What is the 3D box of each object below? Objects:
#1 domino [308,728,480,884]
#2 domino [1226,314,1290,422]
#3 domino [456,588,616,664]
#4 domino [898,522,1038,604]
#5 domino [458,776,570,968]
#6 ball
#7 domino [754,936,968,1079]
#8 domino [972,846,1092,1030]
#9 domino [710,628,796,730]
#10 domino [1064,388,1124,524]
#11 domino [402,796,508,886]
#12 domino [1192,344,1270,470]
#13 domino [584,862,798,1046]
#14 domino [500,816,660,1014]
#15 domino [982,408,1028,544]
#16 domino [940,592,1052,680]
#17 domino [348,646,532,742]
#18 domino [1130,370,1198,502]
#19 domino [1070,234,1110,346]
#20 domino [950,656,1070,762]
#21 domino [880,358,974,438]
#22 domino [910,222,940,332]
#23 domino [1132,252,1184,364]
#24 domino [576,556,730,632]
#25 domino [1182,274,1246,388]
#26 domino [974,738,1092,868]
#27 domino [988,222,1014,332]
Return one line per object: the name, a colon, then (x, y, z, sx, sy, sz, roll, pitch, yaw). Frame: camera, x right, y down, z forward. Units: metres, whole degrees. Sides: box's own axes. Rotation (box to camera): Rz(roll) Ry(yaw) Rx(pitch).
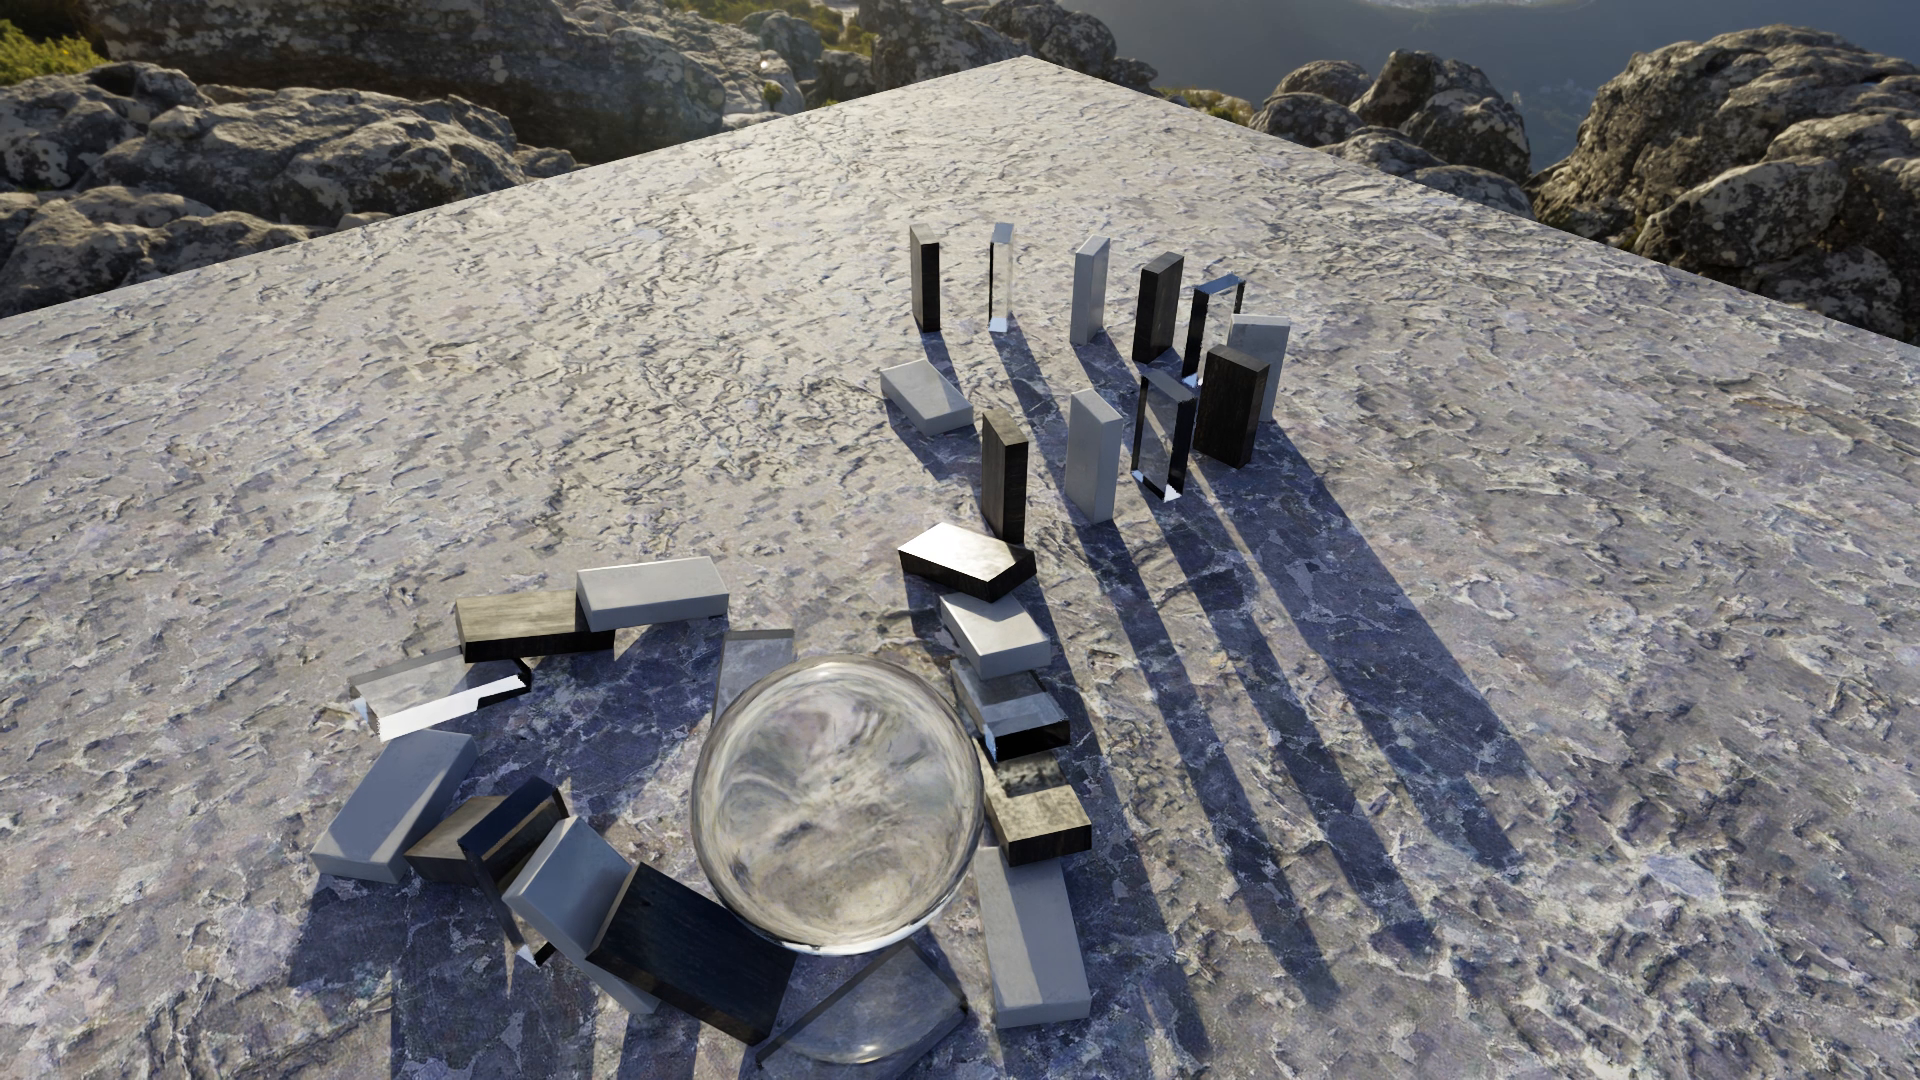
domino: (-0.175, 0.082, 0.344, 0.025, 0.010, 0.050, 6, 40, 7)
domino: (0.135, -0.079, 0.508, 0.025, 0.050, 0.010, 4, 39, 5)
domino: (-0.153, 0.030, 0.396, 0.050, 0.010, 0.025, -4, 36, -31)
domino: (0.002, 0.008, 0.423, 0.025, 0.009, 0.050, -32, 34, -34)
domino: (-0.116, 0.091, 0.300, 0.009, 0.050, 0.025, 19, 43, 27)
ball: (-0.033, 0.071, 0.301, 0.080, 0.080, 0.080, 0, 39, 0)
domino: (-0.025, 0.129, 0.286, 0.050, 0.009, 0.025, -30, 48, -31)
domino: (0.019, 0.110, 0.310, 0.025, 0.009, 0.050, -5, 40, -6)
domino: (-0.071, 0.052, 0.380, 0.025, 0.010, 0.050, -2, 39, -3)
domino: (0.055, -0.034, 0.453, 0.010, 0.050, 0.025, -16, 42, -19)
domino: (-0.139, 0.086, 0.317, 0.050, 0.010, 0.025, -14, 23, 44)
domino: (0.118, -0.058, 0.482, 0.025, 0.050, 0.009, 32, 49, 33)
domino: (-0.069, 0.109, 0.289, 0.050, 0.010, 0.025, 35, 39, -14)
domino: (-0.094, 0.100, 0.292, 0.010, 0.050, 0.025, -20, 27, 34)
domino: (0.018, -0.025, 0.442, 0.009, 0.050, 0.025, -13, 41, -15)
domino: (0.012, 0.032, 0.393, 0.025, 0.009, 0.050, -11, 24, -13)
domino: (-0.176, 0.049, 0.374, 0.050, 0.010, 0.025, -18, 41, -43)
domino: (0.086, -0.044, 0.465, 0.009, 0.050, 0.025, -19, 43, -22)
domino: (0.067, -0.129, 0.569, 0.010, 0.050, 0.025, 17, 42, 19)
domino: (0.016, 0.054, 0.368, 0.025, 0.009, 0.050, -11, 26, -13)
domino: (-0.016, -0.069, 0.527, 0.025, 0.010, 0.050, -19, 43, -21)
domino: (-0.018, -0.138, 0.580, 0.010, 0.050, 0.025, -10, 40, -12)
domino: (0.099, -0.117, 0.554, 0.009, 0.050, 0.025, 27, 46, 29)
domino: (-0.115, 0.020, 0.410, 0.050, 0.010, 0.025, -7, 38, -29)
domino: (0.123, -0.102, 0.536, 0.025, 0.050, 0.009, -26, 46, -28)
domino: (0.020, 0.078, 0.339, 0.025, 0.009, 0.050, -9, 27, -11)
domino: (0.022, -0.139, 0.581, 0.009, 0.050, 0.025, 6, 40, 7)
